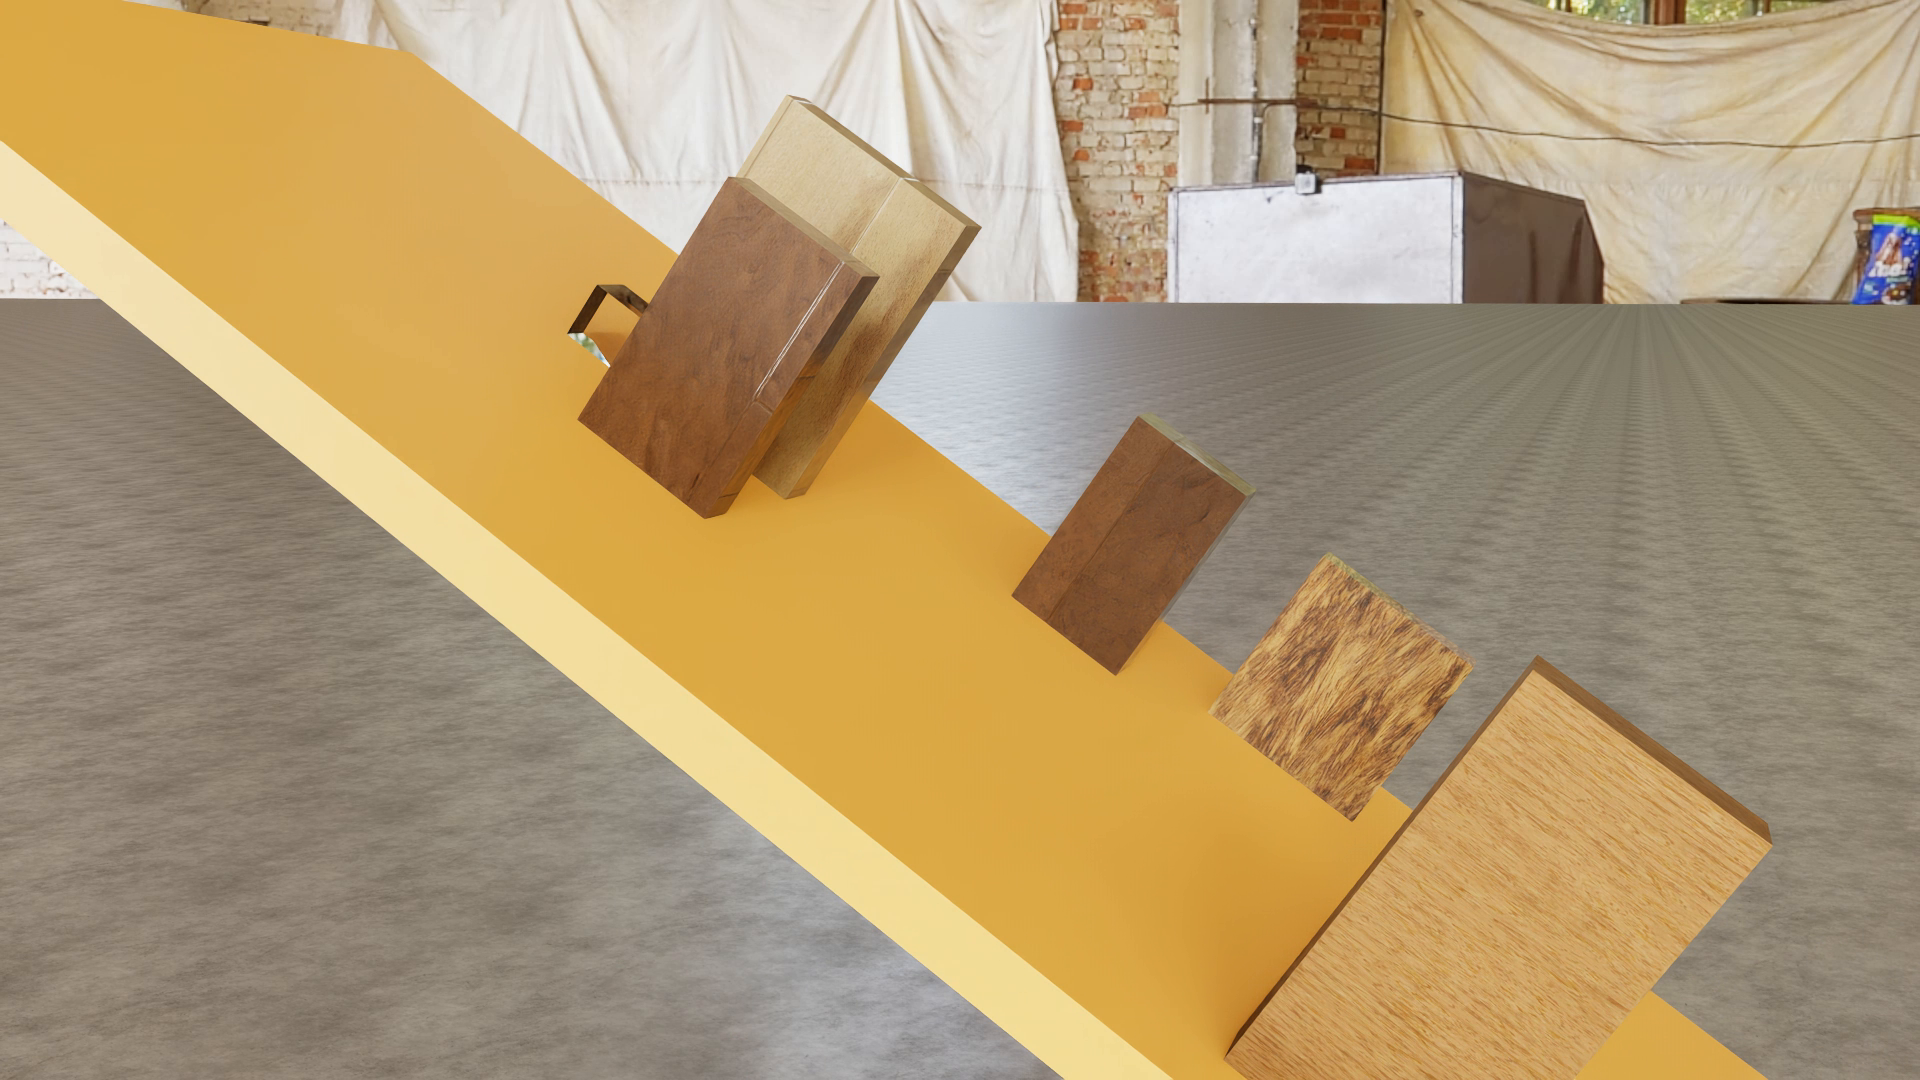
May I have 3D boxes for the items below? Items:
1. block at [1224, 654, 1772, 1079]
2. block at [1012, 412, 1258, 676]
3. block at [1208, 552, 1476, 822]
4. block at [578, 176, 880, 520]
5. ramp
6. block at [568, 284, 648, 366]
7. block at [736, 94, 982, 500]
[{"bbox_3d":[0.737,0.563,3.060,0.379,0.715,0.125,37,16,10],"label":"block"},{"bbox_3d":[0.349,0.007,4.422,0.266,0.451,0.129,37,16,10],"label":"block"},{"bbox_3d":[0.782,0.301,4.519,0.371,0.408,0.085,37,16,10],"label":"block"},{"bbox_3d":[-0.400,-0.328,3.770,0.290,0.505,0.092,37,16,10],"label":"block"},{"bbox_3d":[-0.091,0.163,4.082,4.000,0.100,2.000,37,16,10],"label":"ramp"},{"bbox_3d":[-0.657,-0.411,4.222,0.114,0.114,0.114,37,16,10],"label":"block"},{"bbox_3d":[-0.308,-0.451,4.118,0.420,0.617,0.101,37,16,10],"label":"block"}]
